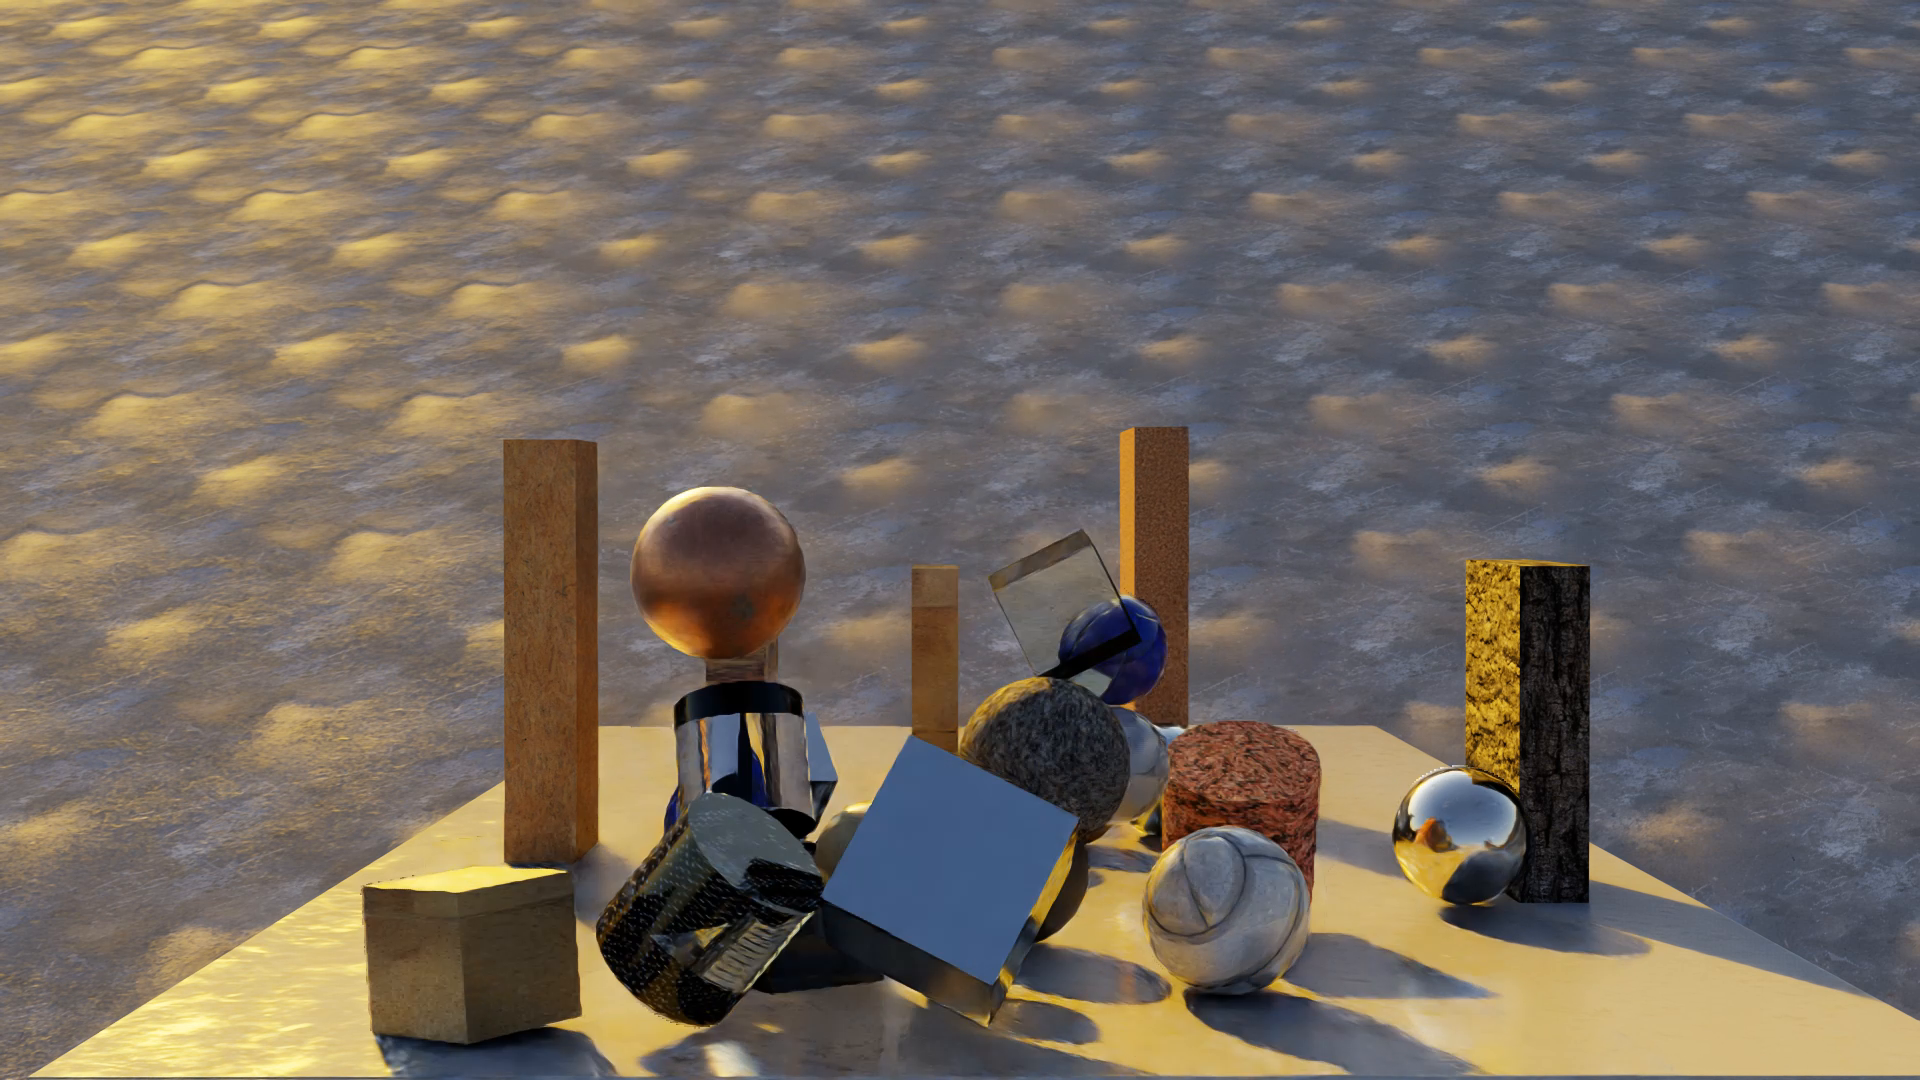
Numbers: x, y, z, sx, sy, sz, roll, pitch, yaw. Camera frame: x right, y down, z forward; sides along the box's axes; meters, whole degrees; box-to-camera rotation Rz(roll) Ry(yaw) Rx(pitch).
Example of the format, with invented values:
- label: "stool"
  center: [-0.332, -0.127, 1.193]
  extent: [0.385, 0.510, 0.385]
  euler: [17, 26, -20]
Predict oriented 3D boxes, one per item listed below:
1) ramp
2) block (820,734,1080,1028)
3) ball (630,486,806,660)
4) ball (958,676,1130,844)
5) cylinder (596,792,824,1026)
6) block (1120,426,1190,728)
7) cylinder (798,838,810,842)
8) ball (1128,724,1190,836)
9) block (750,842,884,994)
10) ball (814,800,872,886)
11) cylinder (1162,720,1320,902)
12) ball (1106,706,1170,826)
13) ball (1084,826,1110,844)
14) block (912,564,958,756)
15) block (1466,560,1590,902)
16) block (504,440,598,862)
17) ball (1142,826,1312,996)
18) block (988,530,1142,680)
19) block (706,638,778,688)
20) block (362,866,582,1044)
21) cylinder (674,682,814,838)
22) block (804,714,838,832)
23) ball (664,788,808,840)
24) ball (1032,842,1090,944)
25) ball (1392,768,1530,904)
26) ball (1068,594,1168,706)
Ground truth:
- label: "ramp"
  center: [0.062, 0.557, 4.594]
  extent: [2.000, 0.100, 4.000]
  euler: [0, 1, 0]
- label: "block"
  center: [-0.011, 0.367, 2.764]
  extent: [0.200, 0.200, 0.200]
  euler: [26, 69, 10]
- label: "ball"
  center: [-0.280, 0.038, 2.991]
  extent: [0.202, 0.202, 0.202]
  euler: [0, 27, 0]
- label: "ball"
  center: [0.095, 0.252, 2.919]
  extent: [0.195, 0.195, 0.195]
  euler: [0, 27, 0]
- label: "cylinder"
  center: [-0.275, 0.406, 2.843]
  extent: [0.180, 0.180, 0.180]
  euler: [34, 21, -15]
- label: "block"
  center: [0.381, 0.140, 5.106]
  extent: [0.103, 0.715, 0.435]
  euler: [0, 1, 0]
- label: "cylinder"
  center: [-0.202, 0.451, 3.354]
  extent: [0.118, 0.118, 0.118]
  euler: [19, 21, -22]
- label: "ball"
  center: [0.352, 0.412, 4.435]
  extent: [0.194, 0.194, 0.194]
  euler: [0, 27, 0]
- label: "block"
  center: [-0.198, 0.452, 3.110]
  extent: [0.153, 0.153, 0.153]
  euler: [-1, 0, -33]
- label: "ball"
  center: [-0.097, 0.372, 2.980]
  extent: [0.143, 0.143, 0.143]
  euler: [0, 27, 0]
- label: "cylinder"
  center: [0.376, 0.386, 3.481]
  extent: [0.207, 0.207, 0.207]
  euler: [-1, 27, 0]
- label: "ball"
  center: [0.196, 0.293, 3.356]
  extent: [0.155, 0.155, 0.155]
  euler: [0, 27, 0]
- label: "ball"
  center: [0.189, 0.433, 4.316]
  extent: [0.156, 0.156, 0.156]
  euler: [0, 27, 0]
- label: "block"
  center: [-0.051, 0.275, 5.364]
  extent: [0.095, 0.439, 0.276]
  euler: [0, 1, 0]
- label: "block"
  center: [0.851, 0.276, 3.894]
  extent: [0.101, 0.483, 0.390]
  euler: [0, 1, 0]
- label: "block"
  center: [-0.670, 0.175, 4.244]
  extent: [0.115, 0.675, 0.247]
  euler: [0, 1, 0]
- label: "ball"
  center: [0.311, 0.433, 3.018]
  extent: [0.197, 0.197, 0.197]
  euler: [0, 27, 0]
- label: "block"
  center: [0.124, 0.082, 3.096]
  extent: [0.130, 0.130, 0.130]
  euler: [-27, 9, 1]
- label: "block"
  center: [-0.349, 0.271, 4.160]
  extent: [0.089, 0.486, 0.308]
  euler: [0, 1, 0]
- label: "block"
  center: [-0.531, 0.448, 2.812]
  extent: [0.159, 0.159, 0.159]
  euler: [-4, 0, 40]
- label: "cylinder"
  center: [-0.259, 0.272, 3.089]
  extent: [0.157, 0.157, 0.157]
  euler: [-4, 65, -7]
- label: "block"
  center: [-0.258, 0.328, 3.601]
  extent: [0.119, 0.119, 0.119]
  euler: [-1, 47, -26]
- label: "ball"
  center: [-0.323, 0.417, 3.724]
  extent: [0.208, 0.208, 0.208]
  euler: [0, 27, 0]
- label: "ball"
  center: [0.069, 0.428, 3.351]
  extent: [0.196, 0.196, 0.196]
  euler: [0, 27, 0]
- label: "ball"
  center: [0.711, 0.420, 3.664]
  extent: [0.193, 0.193, 0.193]
  euler: [0, 27, 0]
- label: "ball"
  center: [0.198, 0.143, 3.369]
  extent: [0.147, 0.147, 0.147]
  euler: [0, 27, 0]
